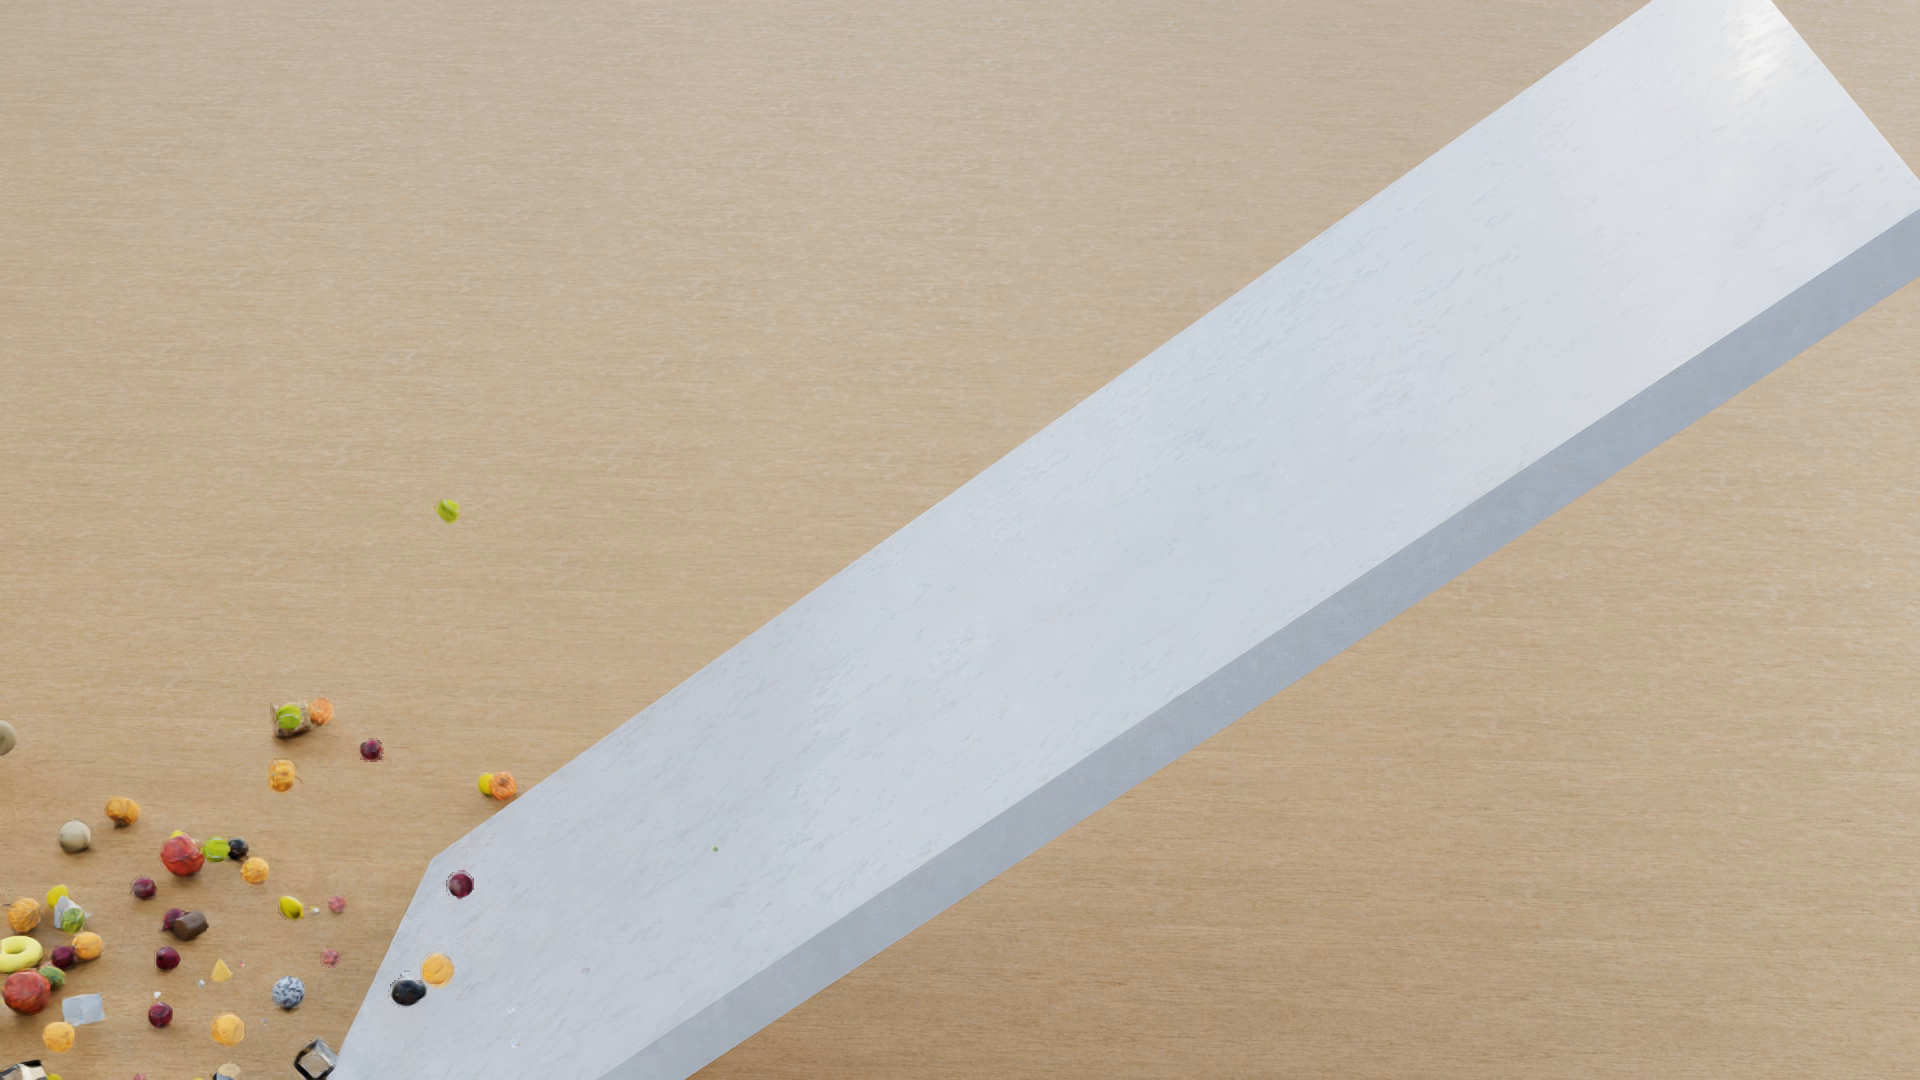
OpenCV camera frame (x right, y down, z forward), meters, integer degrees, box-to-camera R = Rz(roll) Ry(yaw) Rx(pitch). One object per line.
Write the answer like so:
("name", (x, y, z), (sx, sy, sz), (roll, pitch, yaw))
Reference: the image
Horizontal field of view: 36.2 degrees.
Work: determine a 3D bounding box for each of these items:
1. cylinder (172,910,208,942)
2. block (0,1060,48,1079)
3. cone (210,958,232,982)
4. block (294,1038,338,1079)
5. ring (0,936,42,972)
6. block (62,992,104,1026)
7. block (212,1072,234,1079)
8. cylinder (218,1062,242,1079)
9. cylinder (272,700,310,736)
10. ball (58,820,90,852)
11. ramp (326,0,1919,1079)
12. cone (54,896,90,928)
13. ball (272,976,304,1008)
("cylinder", (-1.985, 0.994, 7.582), (0.062, 0.062, 0.062), (15, 26, 32))
("block", (-2.181, 1.268, 6.837), (0.083, 0.083, 0.083), (-30, -11, 13))
("cone", (-1.864, 1.076, 7.413), (0.054, 0.054, 0.054), (0, 23, 0))
("block", (-1.511, 1.224, 6.897), (0.067, 0.067, 0.067), (-38, 16, 5))
("ring", (-2.403, 1.054, 7.476), (0.137, 0.046, 0.137), (1, 23, 0))
("block", (-2.133, 1.142, 7.154), (0.065, 0.065, 0.065), (-10, -2, 31))
("block", (-1.720, 1.292, 6.857), (0.062, 0.062, 0.062), (26, 10, -22))
("cylinder", (-1.724, 1.271, 6.921), (0.058, 0.058, 0.058), (-1, 21, -1))
("cylinder", (-1.967, 0.525, 8.653), (0.095, 0.095, 0.095), (-8, 24, -20))
("ball", (-2.410, 0.807, 8.007), (0.085, 0.085, 0.085), (0, 23, 0))
("ramp", (0.126, 0.181, 6.329), (4.000, 0.100, 2.000), (-35, 16, 17))
("cone", (-2.304, 0.975, 7.669), (0.084, 0.084, 0.084), (16, 8, -41))
("ball", (-1.663, 1.119, 7.282), (0.076, 0.076, 0.076), (0, 23, 0))
